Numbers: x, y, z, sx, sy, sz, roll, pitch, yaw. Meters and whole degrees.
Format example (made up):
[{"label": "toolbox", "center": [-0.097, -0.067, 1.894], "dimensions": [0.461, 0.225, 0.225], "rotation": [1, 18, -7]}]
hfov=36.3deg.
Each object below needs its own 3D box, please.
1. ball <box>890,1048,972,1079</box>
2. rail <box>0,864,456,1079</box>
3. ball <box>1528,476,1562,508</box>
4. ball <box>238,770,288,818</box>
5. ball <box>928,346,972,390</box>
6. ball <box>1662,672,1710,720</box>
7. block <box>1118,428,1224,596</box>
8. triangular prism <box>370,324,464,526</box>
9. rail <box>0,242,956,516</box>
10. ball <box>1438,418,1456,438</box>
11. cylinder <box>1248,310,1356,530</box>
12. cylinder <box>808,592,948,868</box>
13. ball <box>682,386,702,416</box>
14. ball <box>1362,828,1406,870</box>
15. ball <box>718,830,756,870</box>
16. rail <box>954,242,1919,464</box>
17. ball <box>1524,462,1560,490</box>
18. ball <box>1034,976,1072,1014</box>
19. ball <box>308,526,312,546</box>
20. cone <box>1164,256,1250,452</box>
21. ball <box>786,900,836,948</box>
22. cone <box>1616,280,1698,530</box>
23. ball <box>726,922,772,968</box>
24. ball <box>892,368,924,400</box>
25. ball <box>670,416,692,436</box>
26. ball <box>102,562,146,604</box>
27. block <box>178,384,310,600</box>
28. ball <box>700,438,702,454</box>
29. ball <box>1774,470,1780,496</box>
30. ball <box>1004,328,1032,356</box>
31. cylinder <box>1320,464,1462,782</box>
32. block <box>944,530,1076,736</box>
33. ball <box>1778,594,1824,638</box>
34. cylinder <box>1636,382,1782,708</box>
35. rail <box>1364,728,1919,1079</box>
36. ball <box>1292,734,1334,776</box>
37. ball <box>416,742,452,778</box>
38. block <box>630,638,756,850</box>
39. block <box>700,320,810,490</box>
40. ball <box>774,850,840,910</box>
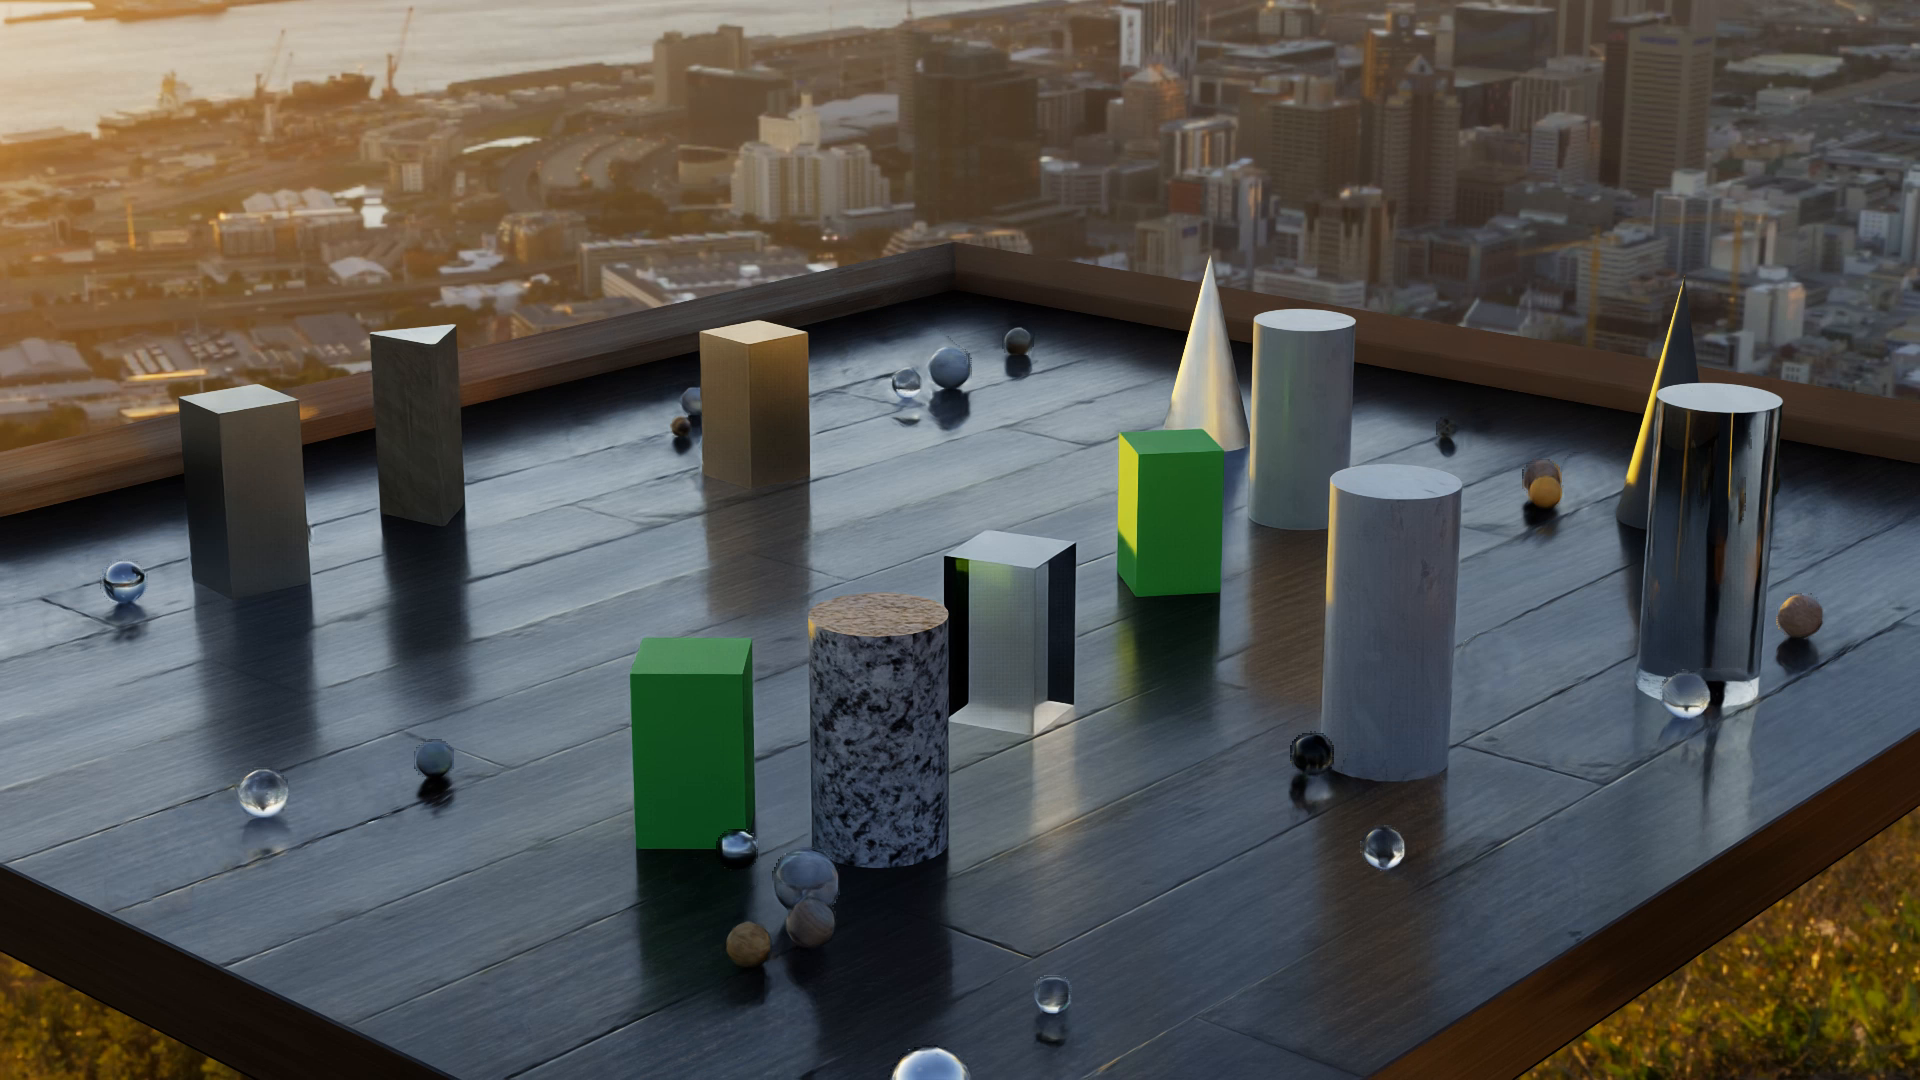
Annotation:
[{"label": "ball", "center": [-0.032, 0.611, 3.258], "dimensions": [0.093, 0.093, 0.093], "rotation": [0, 17, 0]}, {"label": "rail", "center": [-1.244, 0.445, 3.749], "dimensions": [3.375, 0.123, 0.045], "rotation": [14, 22, 39]}, {"label": "ball", "center": [1.125, -0.091, 5.632], "dimensions": [0.063, 0.063, 0.063], "rotation": [0, 17, 0]}, {"label": "ball", "center": [-0.983, 0.358, 4.136], "dimensions": [0.069, 0.069, 0.069], "rotation": [0, 17, 0]}, {"label": "ball", "center": [-0.022, -0.385, 6.549], "dimensions": [0.095, 0.095, 0.095], "rotation": [0, 17, 0]}, {"label": "ball", "center": [1.119, 0.240, 4.520], "dimensions": [0.073, 0.073, 0.073], "rotation": [0, 17, 0]}, {"label": "block", "center": [0.369, -0.049, 5.158], "dimensions": [0.152, 0.257, 0.152], "rotation": [-3, 17, -9]}, {"label": "triangular prism", "center": [-1.002, -0.225, 5.576], "dimensions": [0.164, 0.351, 0.142], "rotation": [11, 20, 33]}, {"label": "rail", "center": [-1.256, -0.285, 6.165], "dimensions": [0.045, 0.123, 3.841], "rotation": [14, 22, 39]}, {"label": "ball", "center": [1.021, -0.234, 6.146], "dimensions": [0.040, 0.040, 0.040], "rotation": [0, 17, 0]}, {"label": "cylinder", "center": [0.644, -0.229, 5.536], "dimensions": [0.190, 0.382, 0.190], "rotation": [0, 17, 0]}, {"label": "cylinder", "center": [-0.110, 0.258, 4.013], "dimensions": [0.190, 0.331, 0.190], "rotation": [0, 17, 0]}, {"label": "ball", "center": [-0.571, -0.300, 6.325], "dimensions": [0.062, 0.062, 0.062], "rotation": [0, 17, 0]}, {"label": "ball", "center": [0.573, 0.417, 3.964], "dimensions": [0.056, 0.056, 0.056], "rotation": [0, 17, 0]}, {"label": "ball", "center": [-0.301, 0.419, 3.963], "dimensions": [0.052, 0.052, 0.052], "rotation": [0, 17, 0]}, {"label": "rail", "center": [1.244, -0.383, 6.492], "dimensions": [3.375, 0.123, 0.045], "rotation": [14, 22, 39]}, {"label": "ball", "center": [1.134, -0.119, 5.710], "dimensions": [0.071, 0.071, 0.071], "rotation": [0, 17, 0]}, {"label": "ball", "center": [0.112, 0.550, 3.543], "dimensions": [0.044, 0.044, 0.044], "rotation": [0, 17, 0]}, {"label": "ball", "center": [-1.214, -0.007, 5.355], "dimensions": [0.062, 0.062, 0.062], "rotation": [0, 17, 0]}, {"label": "cone", "center": [0.514, -0.397, 6.072], "dimensions": [0.190, 0.395, 0.190], "rotation": [0, 17, 0]}, {"label": "ball", "center": [-0.189, 0.487, 3.720], "dimensions": [0.062, 0.062, 0.062], "rotation": [0, 17, 0]}, {"label": "cone", "center": [1.344, -0.266, 5.508], "dimensions": [0.190, 0.469, 0.190], "rotation": [0, 17, 0]}, {"label": "ball", "center": [-0.264, 0.506, 3.666], "dimensions": [0.057, 0.057, 0.057], "rotation": [0, 17, 0]}, {"label": "ball", "center": [-0.116, -0.345, 6.463], "dimensions": [0.068, 0.068, 0.068], "rotation": [0, 17, 0]}, {"label": "ball", "center": [-0.586, -0.238, 6.154], "dimensions": [0.043, 0.043, 0.043], "rotation": [0, 17, 0]}, {"label": "ball", "center": [-1.446, 0.073, 5.073], "dimensions": [0.073, 0.073, 0.073], "rotation": [0, 17, 0]}, {"label": "block", "center": [-1.255, -0.086, 5.149], "dimensions": [0.152, 0.334, 0.152], "rotation": [-14, 22, -38]}, {"label": "ball", "center": [-0.492, -0.191, 5.929], "dimensions": [0.071, 0.071, 0.071], "rotation": [0, 17, 0]}, {"label": "ball", "center": [1.543, -0.113, 5.669], "dimensions": [0.084, 0.084, 0.084], "rotation": [0, 17, 0]}, {"label": "ball", "center": [0.136, -0.464, 6.864], "dimensions": [0.065, 0.065, 0.065], "rotation": [0, 17, 0]}, {"label": "cylinder", "center": [0.631, 0.120, 4.303], "dimensions": [0.190, 0.428, 0.190], "rotation": [0, 17, 0]}, {"label": "block", "center": [0.077, 0.141, 4.513], "dimensions": [0.152, 0.266, 0.152], "rotation": [8, 19, 25]}, {"label": "ball", "center": [1.403, 0.127, 4.893], "dimensions": [0.072, 0.072, 0.072], "rotation": [0, 17, 0]}, {"label": "cylinder", "center": [1.173, 0.007, 4.598], "dimensions": [0.190, 0.474, 0.190], "rotation": [0, 17, 0]}, {"label": "rail", "center": [1.256, 0.346, 4.076], "dimensions": [0.045, 0.123, 3.841], "rotation": [14, 22, 39]}, {"label": "ball", "center": [0.516, 0.315, 4.295], "dimensions": [0.060, 0.060, 0.060], "rotation": [0, 17, 0]}, {"label": "ball", "center": [-0.768, 0.321, 4.285], "dimensions": [0.053, 0.053, 0.053], "rotation": [0, 17, 0]}, {"label": "block", "center": [-0.369, 0.281, 4.069], "dimensions": [0.152, 0.255, 0.152], "rotation": [0, 17, 1]}, {"label": "block", "center": [-0.407, -0.270, 5.828], "dimensions": [0.152, 0.293, 0.152], "rotation": [-15, 23, -41]}, {"label": "ball", "center": [-0.200, 0.446, 3.817], "dimensions": [0.085, 0.085, 0.085], "rotation": [0, 17, 0]}]
